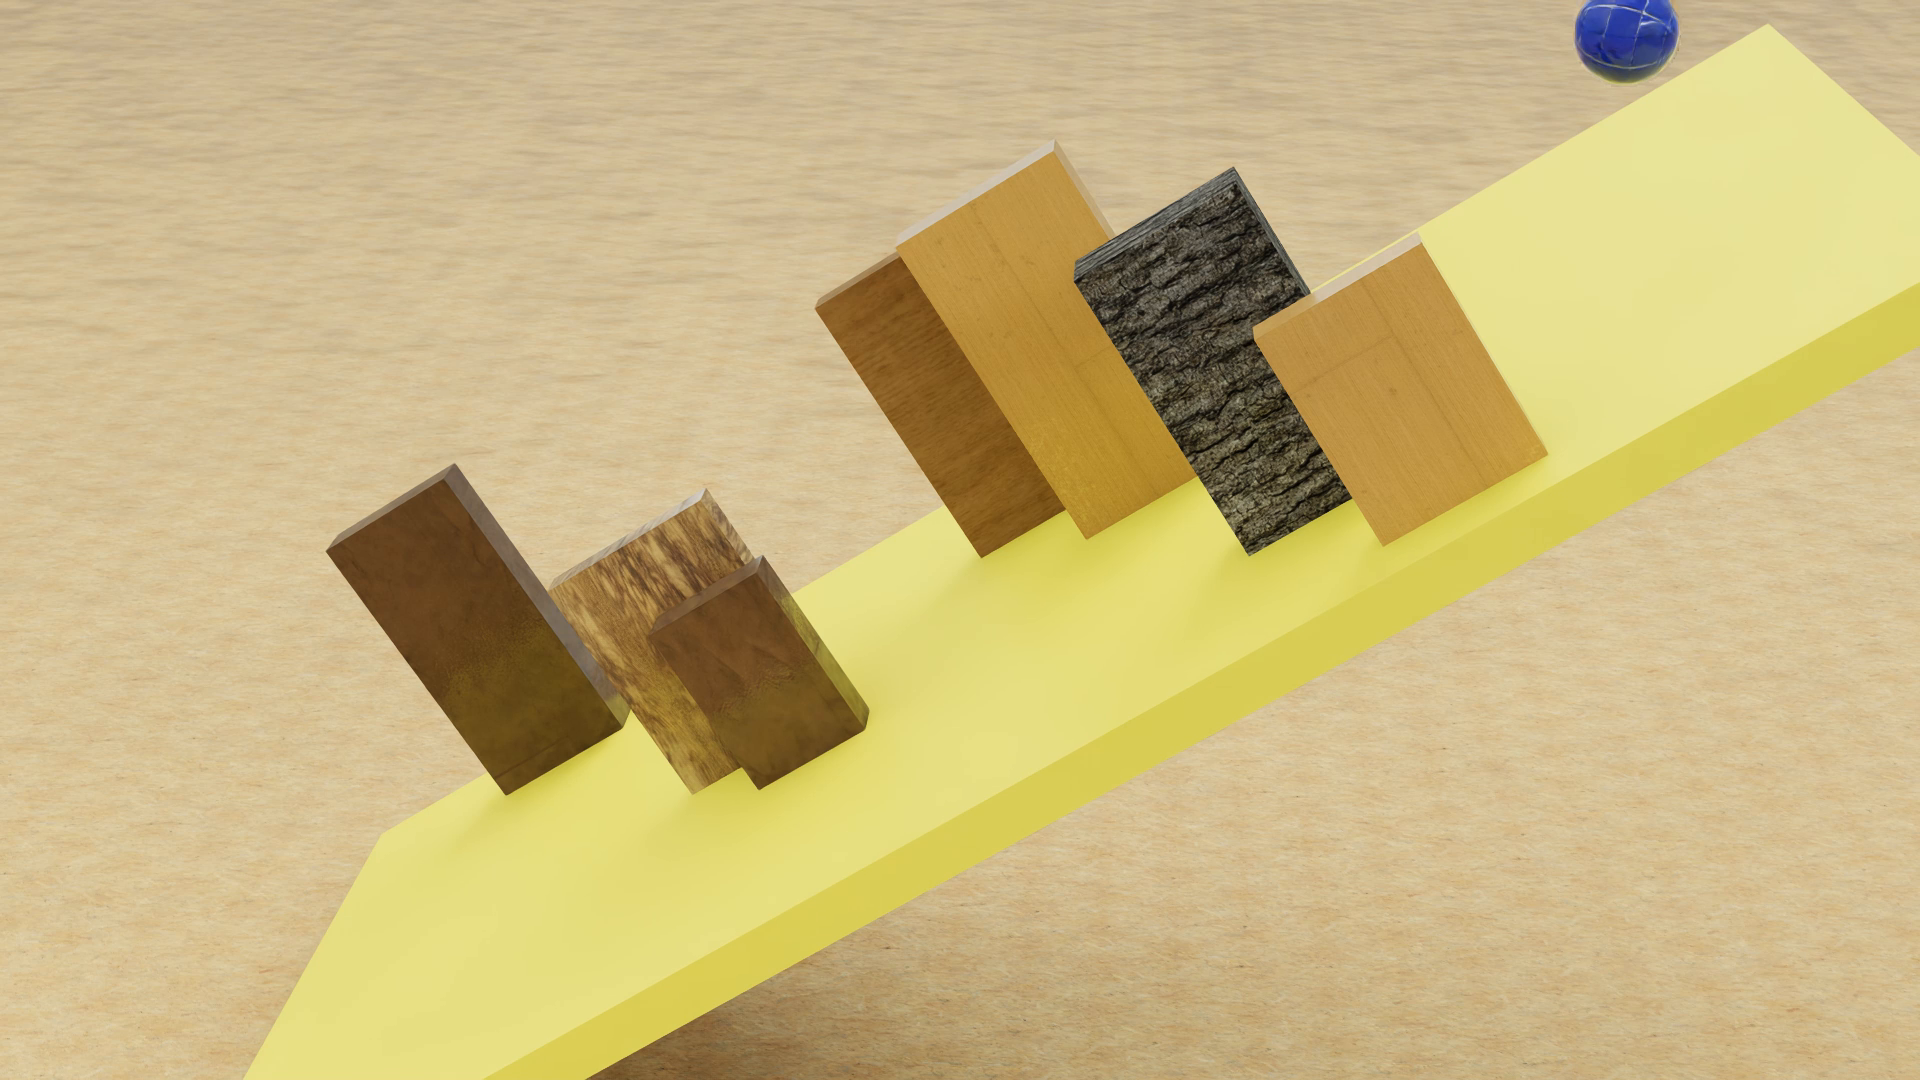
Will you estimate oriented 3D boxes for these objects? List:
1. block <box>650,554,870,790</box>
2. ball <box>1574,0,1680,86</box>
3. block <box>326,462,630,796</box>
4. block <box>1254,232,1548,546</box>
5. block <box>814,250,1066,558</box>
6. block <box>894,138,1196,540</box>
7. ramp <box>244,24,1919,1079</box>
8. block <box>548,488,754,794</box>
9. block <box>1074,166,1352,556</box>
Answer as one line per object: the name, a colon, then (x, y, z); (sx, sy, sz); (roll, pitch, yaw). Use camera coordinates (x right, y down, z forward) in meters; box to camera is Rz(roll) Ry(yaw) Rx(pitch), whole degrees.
block: (-0.415, 0.277, 6.128); (0.268, 0.408, 0.109); (-30, 15, 13)
ball: (1.281, -0.975, 5.655); (0.198, 0.198, 0.198); (0, 20, 0)
block: (-1.175, 0.224, 7.207); (0.357, 0.756, 0.120); (-30, 15, 13)
block: (0.783, -0.266, 5.232); (0.336, 0.453, 0.084); (-30, 15, 13)
block: (0.028, -0.344, 6.596); (0.388, 0.690, 0.082); (-30, 15, 13)
block: (0.236, -0.422, 6.265); (0.391, 0.762, 0.120); (-30, 15, 13)
ramp: (0.140, 0.170, 6.292); (4.000, 0.100, 2.000); (-30, 15, 13)
block: (-0.561, 0.222, 6.323); (0.398, 0.553, 0.083); (-30, 15, 13)
block: (0.536, -0.337, 5.605); (0.352, 0.641, 0.150); (-30, 15, 13)
